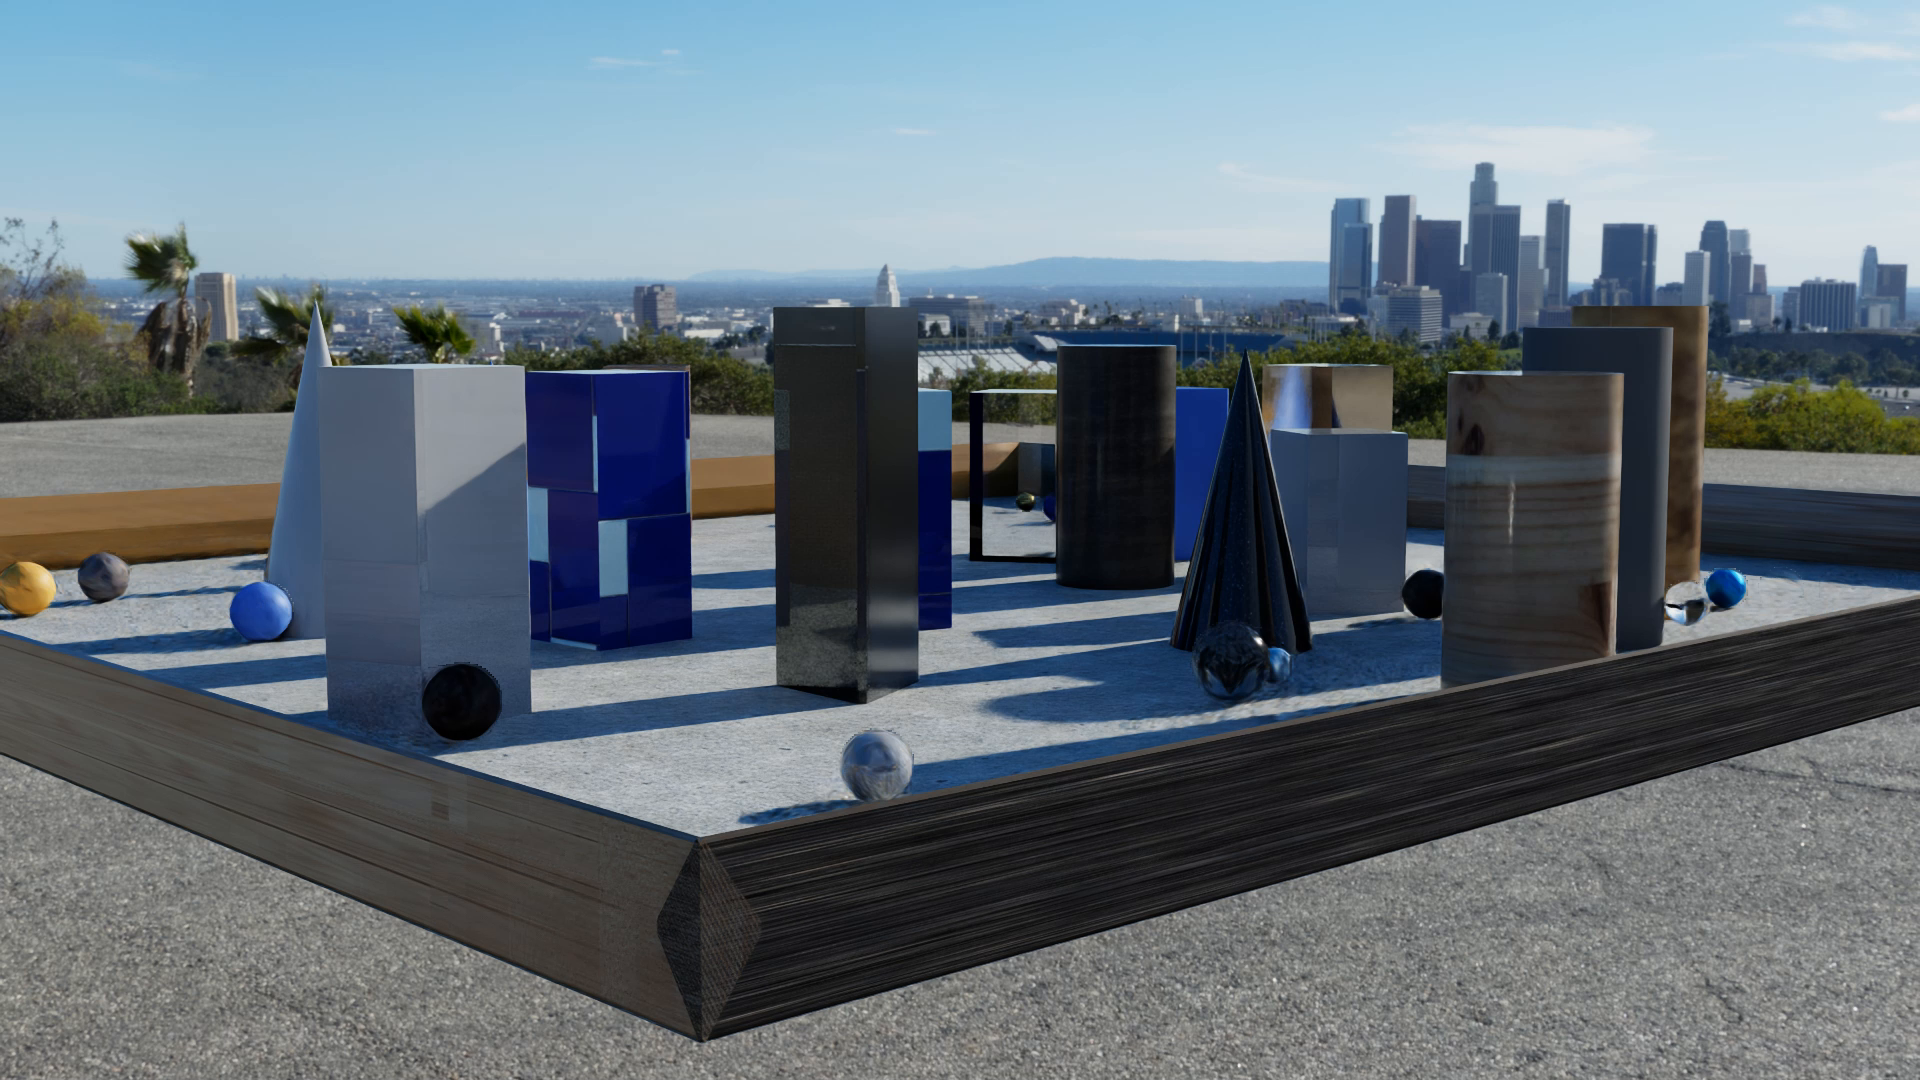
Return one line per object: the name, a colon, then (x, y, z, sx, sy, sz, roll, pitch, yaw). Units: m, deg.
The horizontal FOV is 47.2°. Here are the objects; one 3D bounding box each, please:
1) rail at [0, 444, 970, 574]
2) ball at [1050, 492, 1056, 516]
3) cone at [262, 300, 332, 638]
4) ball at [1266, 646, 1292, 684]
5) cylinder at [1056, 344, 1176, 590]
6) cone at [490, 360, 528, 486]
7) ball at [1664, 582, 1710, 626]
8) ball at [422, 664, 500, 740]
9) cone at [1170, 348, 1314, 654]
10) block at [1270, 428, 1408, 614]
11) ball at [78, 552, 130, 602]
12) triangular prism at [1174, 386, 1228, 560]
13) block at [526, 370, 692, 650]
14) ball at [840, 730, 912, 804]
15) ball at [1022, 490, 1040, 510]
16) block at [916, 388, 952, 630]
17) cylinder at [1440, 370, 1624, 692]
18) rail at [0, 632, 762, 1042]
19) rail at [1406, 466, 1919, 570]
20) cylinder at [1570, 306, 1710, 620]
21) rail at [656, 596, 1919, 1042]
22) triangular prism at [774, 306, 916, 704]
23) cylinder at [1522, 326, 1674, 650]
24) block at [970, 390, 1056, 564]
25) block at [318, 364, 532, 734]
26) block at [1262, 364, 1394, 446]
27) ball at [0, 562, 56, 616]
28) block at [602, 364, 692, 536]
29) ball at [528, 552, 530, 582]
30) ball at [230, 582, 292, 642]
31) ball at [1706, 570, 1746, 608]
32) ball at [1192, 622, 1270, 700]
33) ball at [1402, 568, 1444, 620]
rail: (-0.915, -0.071, 4.318, 2.961, 0.125, 0.045, -6, 8, -42)
ball: (0.222, -0.076, 4.647, 0.067, 0.067, 0.067, 0, 6, 0)
cone: (-0.887, -0.105, 3.050, 0.193, 0.460, 0.193, 0, 6, 0)
ball: (0.375, 0.149, 2.622, 0.044, 0.044, 0.044, 0, 6, 0)
cylinder: (0.253, -0.122, 3.566, 0.193, 0.386, 0.193, 0, 6, 0)
cone: (-0.792, -0.127, 3.735, 0.193, 0.360, 0.193, 0, 6, 0)
ball: (0.969, 0.085, 2.930, 0.058, 0.058, 0.058, 0, 6, 0)
ball: (-0.516, 0.168, 2.275, 0.079, 0.079, 0.079, 0, 6, 0)
cone: (0.375, -0.058, 2.905, 0.193, 0.397, 0.193, 0, 6, 0)
block: (0.563, -0.031, 3.288, 0.154, 0.263, 0.154, -1, 6, -13)
ball: (-1.307, 0.057, 3.356, 0.074, 0.074, 0.074, 0, 6, 0)
triangular prism: (0.380, -0.123, 3.973, 0.167, 0.304, 0.145, -1, 6, -12)
block: (-0.472, -0.046, 2.961, 0.154, 0.361, 0.154, 6, 8, 43)
ball: (-0.076, 0.205, 1.988, 0.065, 0.065, 0.065, 0, 6, 0)
ball: (0.159, -0.089, 4.901, 0.041, 0.041, 0.041, 0, 6, 0)
block: (-0.111, -0.046, 3.104, 0.154, 0.331, 0.154, -2, 6, -21)
cylinder: (0.649, -0.003, 2.500, 0.193, 0.372, 0.193, 0, 6, 0)
rail: (-1.071, 0.136, 2.350, 0.045, 0.125, 2.746, -6, 8, -42)
rail: (1.071, -0.071, 4.314, 0.045, 0.125, 2.746, -6, 8, -42)
cylinder: (0.990, -0.118, 3.228, 0.193, 0.448, 0.193, 0, 6, 0)
rail: (0.915, 0.136, 2.346, 2.961, 0.125, 0.045, -6, 8, -42)
triangular prism: (-0.108, -0.048, 2.572, 0.145, 0.446, 0.167, -5, 8, -40)
cylinder: (0.849, -0.075, 2.951, 0.193, 0.420, 0.193, 0, 6, 0)
block: (0.111, -0.117, 3.934, 0.154, 0.298, 0.154, 2, 6, 14)
block: (-0.581, 0.003, 2.394, 0.154, 0.383, 0.154, 4, 7, 35)
block: (0.620, -0.121, 3.724, 0.154, 0.350, 0.154, -5, 8, -39)
ball: (-1.358, 0.071, 3.198, 0.079, 0.079, 0.079, 0, 6, 0)
block: (-0.599, -0.167, 4.230, 0.154, 0.336, 0.154, 0, 6, -4)
ball: (-0.708, 0.043, 3.572, 0.055, 0.055, 0.055, 0, 6, 0)
ball: (-0.938, 0.097, 2.951, 0.080, 0.080, 0.080, 0, 6, 0)
ball: (1.145, 0.072, 3.290, 0.057, 0.057, 0.057, 0, 6, 0)
ball: (0.310, 0.139, 2.507, 0.089, 0.089, 0.089, 0, 6, 0)
ball: (0.673, 0.078, 3.164, 0.072, 0.072, 0.072, 0, 6, 0)
